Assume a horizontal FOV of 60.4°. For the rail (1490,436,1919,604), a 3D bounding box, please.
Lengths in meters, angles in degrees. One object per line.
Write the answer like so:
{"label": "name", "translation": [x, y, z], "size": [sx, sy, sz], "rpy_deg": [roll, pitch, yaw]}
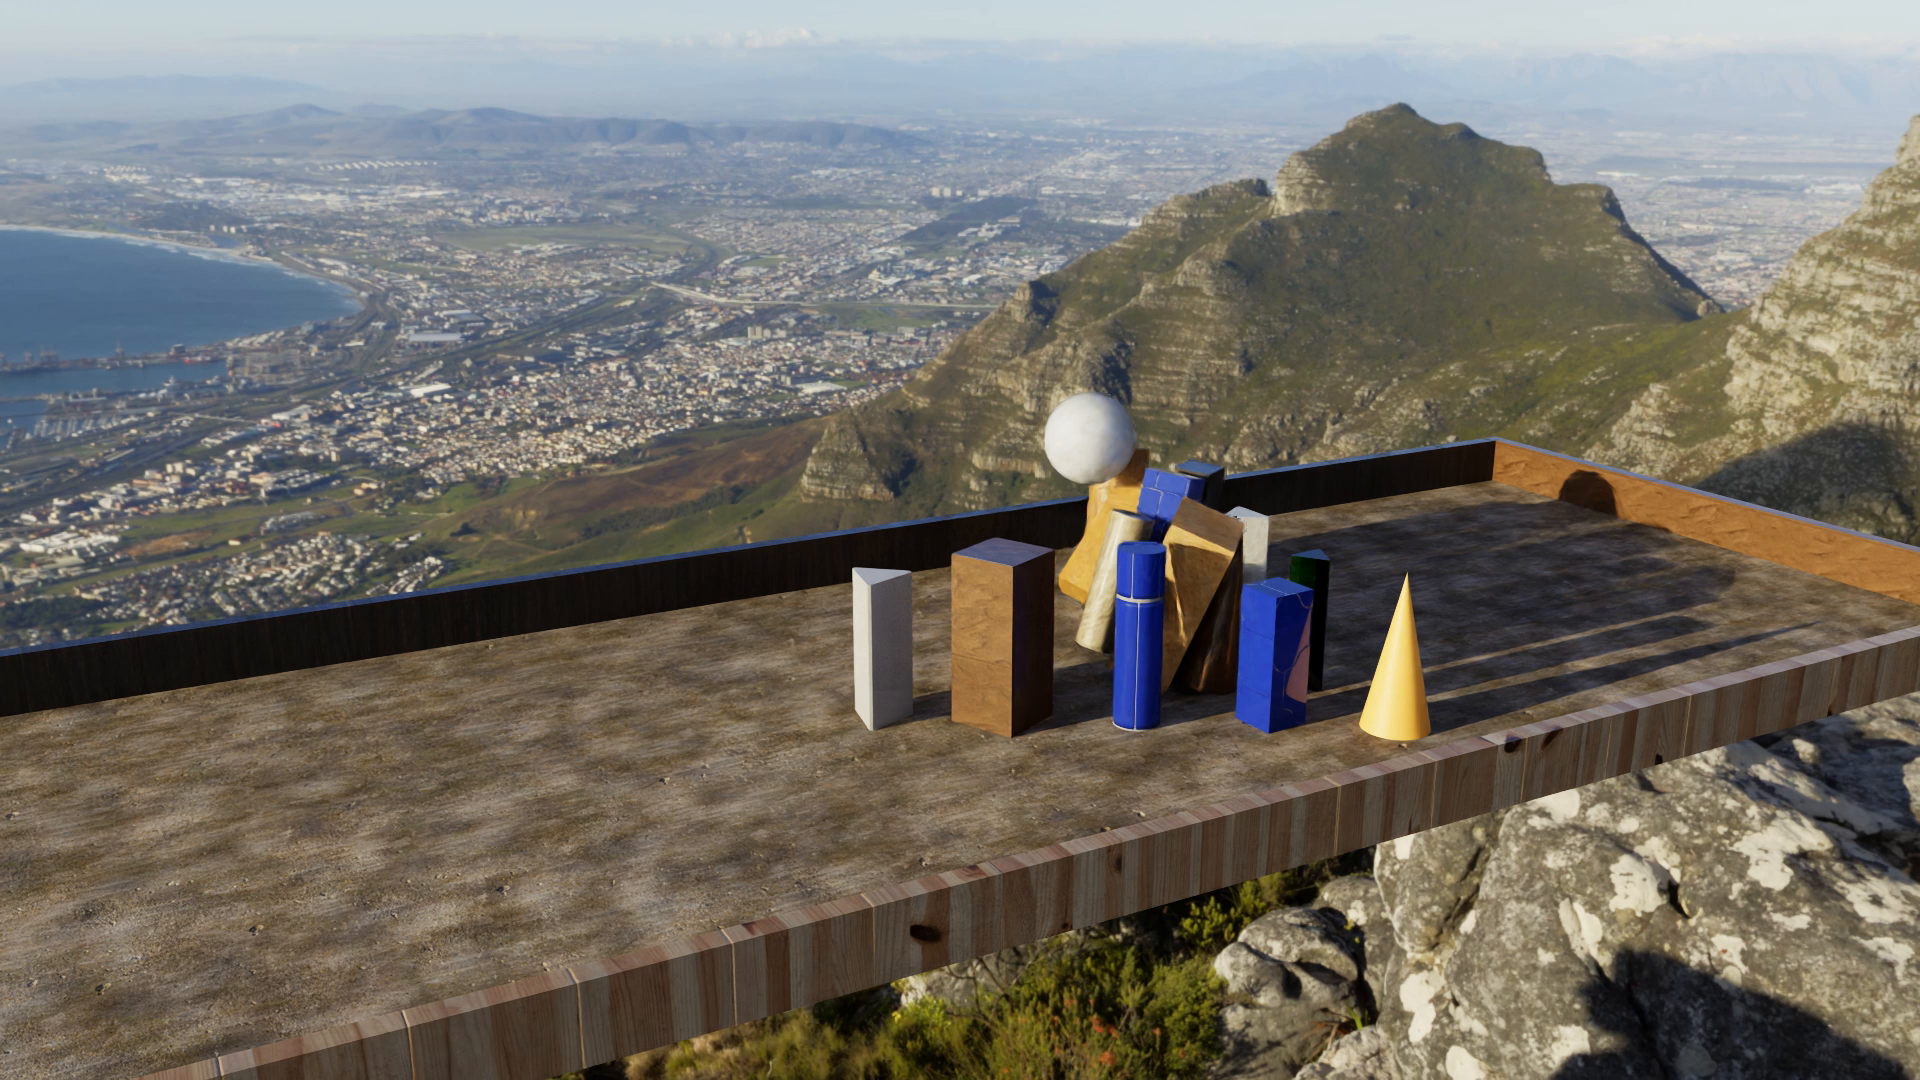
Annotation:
{"label": "rail", "translation": [2.466, -0.048, 5.253], "size": [0.050, 0.150, 2.100], "rpy_deg": [-9, 18, -27]}

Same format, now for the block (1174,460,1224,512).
{"label": "block", "translation": [0.635, 0.007, 4.549], "size": [0.103, 0.433, 0.103], "rpy_deg": [16, 22, 30]}

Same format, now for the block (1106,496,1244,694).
{"label": "block", "translation": [0.523, 0.137, 4.026], "size": [0.161, 0.437, 0.161], "rpy_deg": [25, 31, 6]}

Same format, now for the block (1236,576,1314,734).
{"label": "block", "translation": [0.734, 0.268, 3.854], "size": [0.114, 0.332, 0.114], "rpy_deg": [-10, 19, -31]}

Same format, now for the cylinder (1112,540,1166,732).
{"label": "cylinder", "translation": [0.416, 0.223, 3.832], "size": [0.112, 0.430, 0.112], "rpy_deg": [0, 16, 0]}

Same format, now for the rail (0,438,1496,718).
{"label": "rail", "translation": [-3.305, 0.497, 3.399], "size": [12.000, 0.150, 0.050], "rpy_deg": [-9, 18, -27]}

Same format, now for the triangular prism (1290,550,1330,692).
{"label": "triangular prism", "translation": [0.869, 0.195, 4.088], "size": [0.096, 0.340, 0.083], "rpy_deg": [8, 18, 26]}

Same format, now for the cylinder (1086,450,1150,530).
{"label": "cylinder", "translation": [0.462, -0.082, 4.904], "size": [0.169, 0.383, 0.169], "rpy_deg": [5, 4, 0]}

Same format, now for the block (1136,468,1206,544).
{"label": "block", "translation": [0.529, 0.039, 4.389], "size": [0.127, 0.442, 0.127], "rpy_deg": [15, 8, 25]}

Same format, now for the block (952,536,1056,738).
{"label": "block", "translation": [0.101, 0.224, 3.860], "size": [0.172, 0.412, 0.172], "rpy_deg": [12, 20, 35]}

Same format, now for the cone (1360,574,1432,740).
{"label": "cone", "translation": [1.020, 0.256, 3.814], "size": [0.163, 0.378, 0.163], "rpy_deg": [0, 16, 0]}

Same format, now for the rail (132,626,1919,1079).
{"label": "rail", "translation": [-2.336, 1.006, 1.665], "size": [12.000, 0.150, 0.050], "rpy_deg": [-9, 18, -27]}

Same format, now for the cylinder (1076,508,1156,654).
{"label": "cylinder", "translation": [0.405, 0.107, 4.315], "size": [0.117, 0.362, 0.117], "rpy_deg": [15, 9, -2]}

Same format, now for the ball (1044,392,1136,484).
{"label": "ball", "translation": [0.367, -0.286, 4.655], "size": [0.261, 0.261, 0.261], "rpy_deg": [0, 16, 0]}

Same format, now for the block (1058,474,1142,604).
{"label": "block", "translation": [0.424, 0.004, 4.695], "size": [0.115, 0.362, 0.115], "rpy_deg": [28, -17, 17]}

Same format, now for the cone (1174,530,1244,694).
{"label": "cone", "translation": [0.650, 0.158, 4.047], "size": [0.166, 0.412, 0.166], "rpy_deg": [9, 20, -3]}

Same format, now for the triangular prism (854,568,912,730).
{"label": "triangular prism", "translation": [-0.205, 0.247, 3.881], "size": [0.121, 0.356, 0.140], "rpy_deg": [14, 22, 40]}

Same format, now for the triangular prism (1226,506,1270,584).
{"label": "triangular prism", "translation": [0.733, 0.105, 4.340], "size": [0.124, 0.371, 0.107], "rpy_deg": [0, 16, 0]}
